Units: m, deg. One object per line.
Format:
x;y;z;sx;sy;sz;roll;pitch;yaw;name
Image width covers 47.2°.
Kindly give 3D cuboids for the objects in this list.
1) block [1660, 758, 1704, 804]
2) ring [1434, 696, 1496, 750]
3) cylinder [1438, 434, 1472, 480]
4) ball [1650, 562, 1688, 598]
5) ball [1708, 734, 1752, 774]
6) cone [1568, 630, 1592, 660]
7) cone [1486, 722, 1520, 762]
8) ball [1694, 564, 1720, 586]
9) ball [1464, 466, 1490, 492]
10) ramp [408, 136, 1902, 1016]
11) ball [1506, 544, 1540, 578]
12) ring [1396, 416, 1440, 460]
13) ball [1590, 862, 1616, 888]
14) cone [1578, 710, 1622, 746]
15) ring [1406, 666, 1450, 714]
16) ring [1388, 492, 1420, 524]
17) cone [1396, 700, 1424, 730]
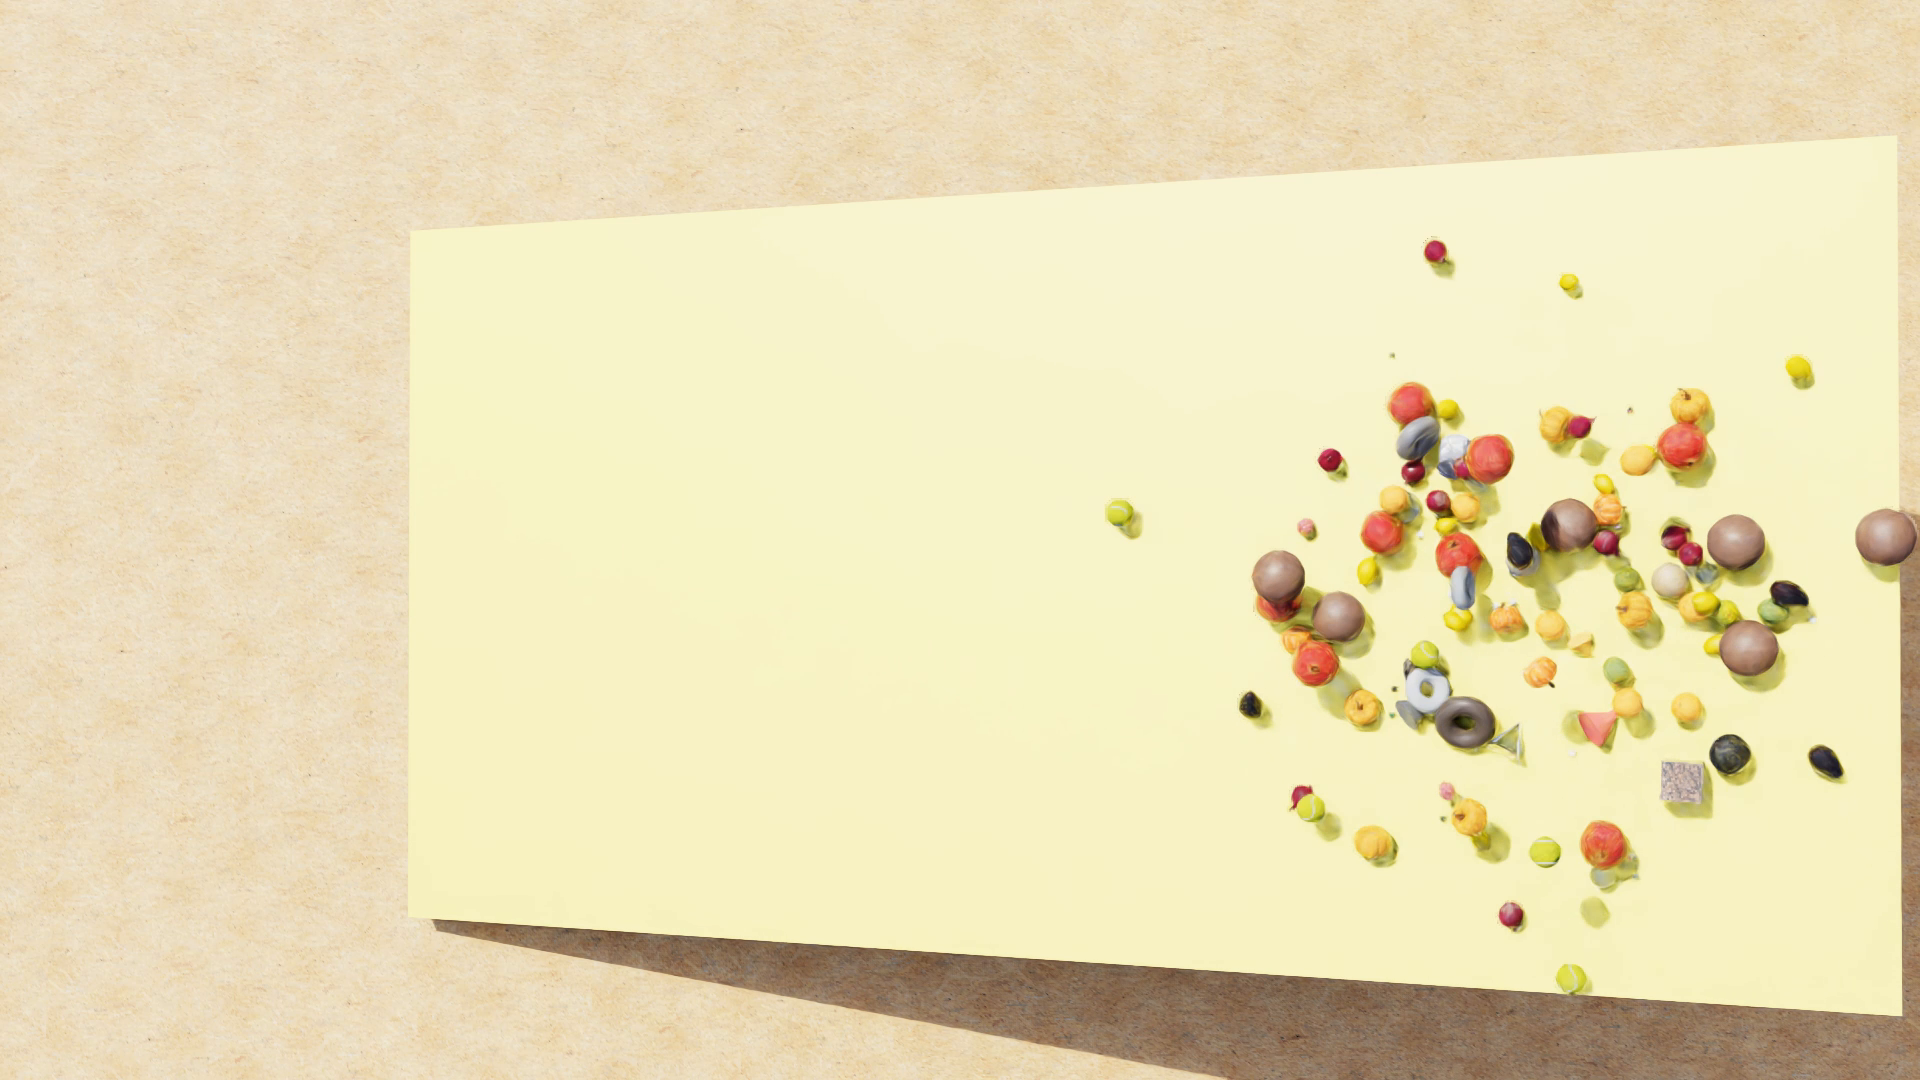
1.679;0.559;5.113;0.091;0.091;0.091;3;90;21;block
1.215;0.439;5.288;0.148;0.049;0.148;10;122;16;ring
1.191;-0.200;5.290;0.077;0.077;0.077;14;54;0;cylinder
1.656;0.095;5.131;0.084;0.084;0.084;0;89;0;ball
1.778;0.495;5.075;0.093;0.093;0.093;0;89;0;ball
1.486;0.260;5.223;0.063;0.063;0.063;-35;105;0;cone
1.322;0.472;5.269;0.088;0.088;0.088;31;80;0;cone
1.738;0.080;5.116;0.053;0.053;0.053;0;89;0;ball
1.245;-0.147;5.296;0.065;0.065;0.065;0;89;0;ball
0.282;0.088;5.751;4.000;0.100;2.000;0;89;21;ramp
1.345;0.048;5.251;0.081;0.081;0.081;0;89;0;ball
1.104;-0.245;5.305;0.126;0.126;0.042;-39;56;0;ring
1.516;0.791;5.189;0.059;0.059;0.059;0;89;0;ball
1.527;0.425;5.199;0.091;0.091;0.091;-29;89;-9;cone
1.133;0.363;5.327;0.115;0.038;0.115;3;76;-11;ring
1.088;-0.080;5.379;0.078;0.026;0.078;-2;85;22;ring
1.119;0.405;5.356;0.083;0.083;0.083;-32;89;-10;cone
